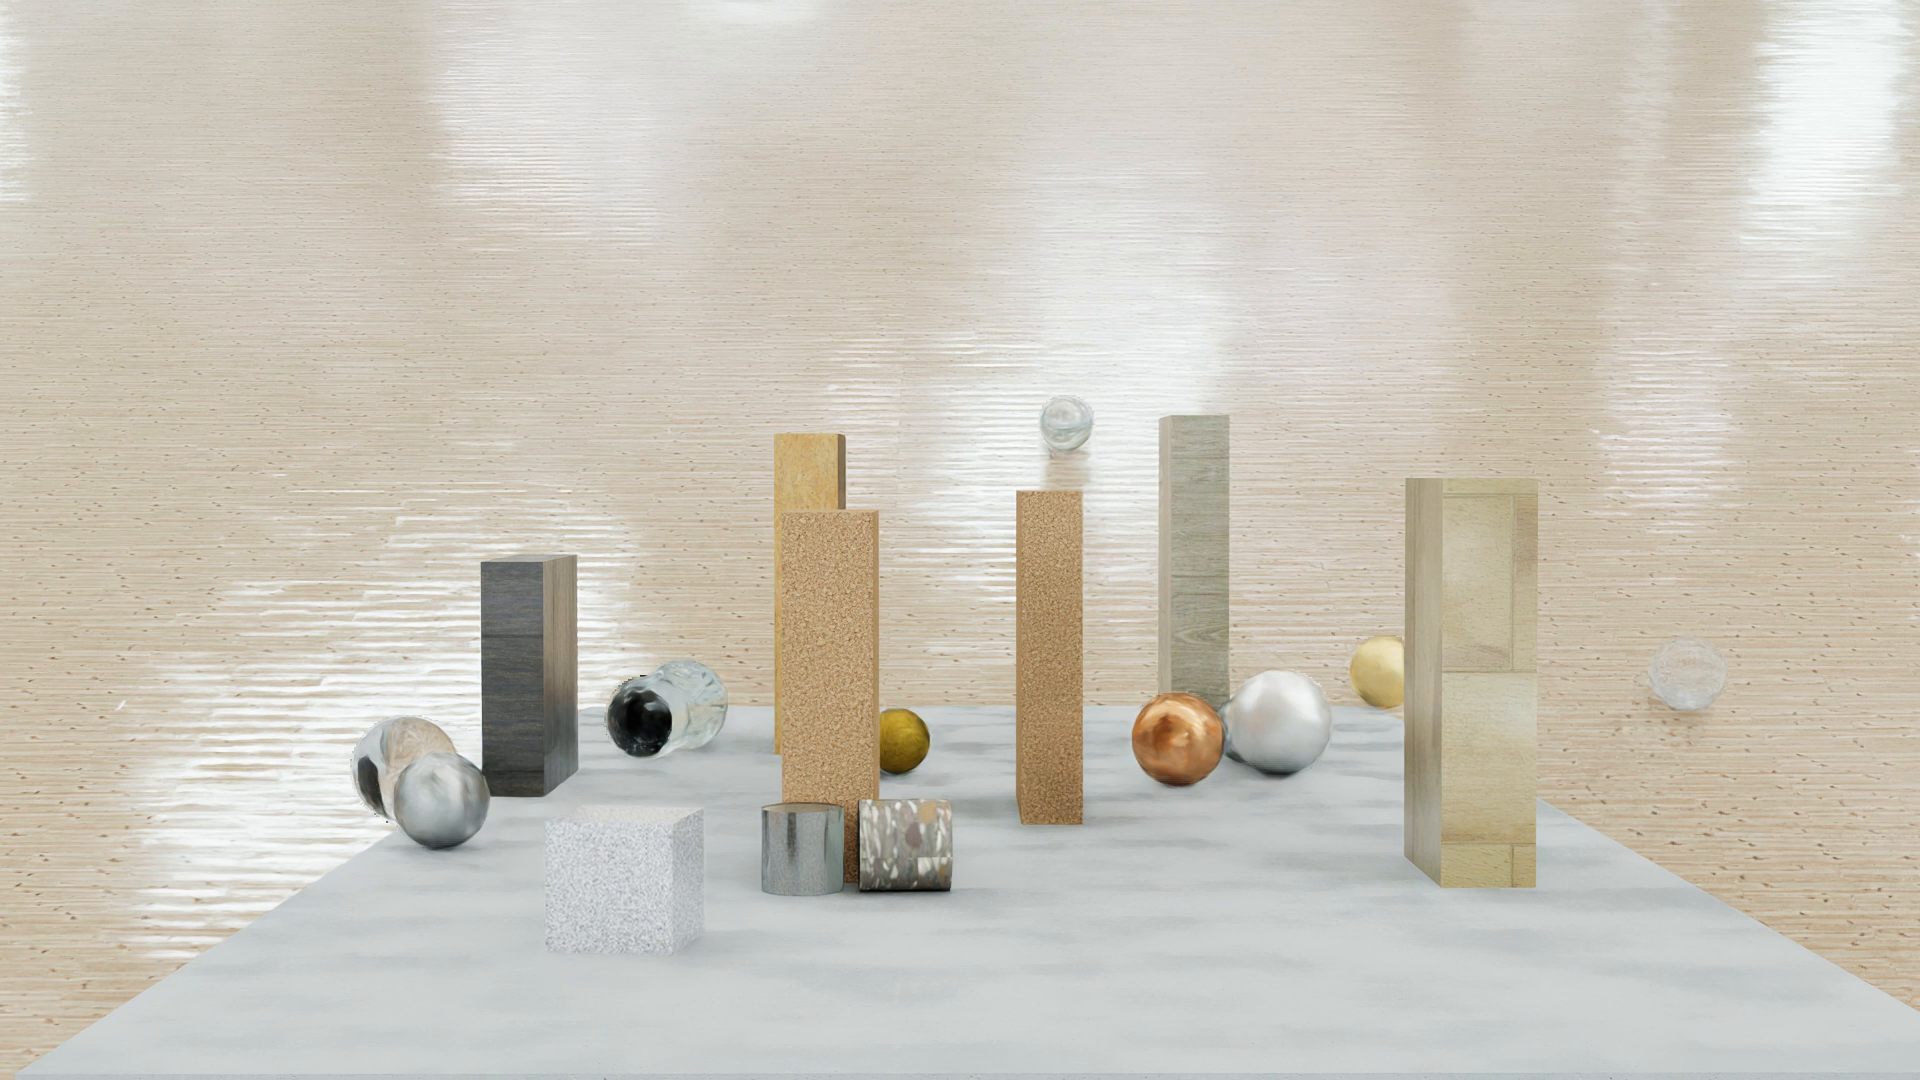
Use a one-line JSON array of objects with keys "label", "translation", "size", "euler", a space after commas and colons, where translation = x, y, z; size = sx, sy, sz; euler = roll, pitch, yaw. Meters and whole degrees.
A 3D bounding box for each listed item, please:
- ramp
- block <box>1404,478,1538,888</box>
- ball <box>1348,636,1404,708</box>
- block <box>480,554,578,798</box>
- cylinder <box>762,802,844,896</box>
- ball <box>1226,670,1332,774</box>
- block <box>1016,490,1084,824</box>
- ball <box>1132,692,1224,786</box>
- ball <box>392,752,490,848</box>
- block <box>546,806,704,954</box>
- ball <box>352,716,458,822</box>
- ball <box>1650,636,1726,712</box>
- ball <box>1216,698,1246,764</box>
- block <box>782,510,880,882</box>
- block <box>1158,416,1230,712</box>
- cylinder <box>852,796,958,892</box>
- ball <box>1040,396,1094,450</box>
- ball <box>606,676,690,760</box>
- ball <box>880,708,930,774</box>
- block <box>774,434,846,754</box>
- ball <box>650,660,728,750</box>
[{"label": "ramp", "translation": [0.058, 0.526, 4.564], "size": [2.000, 0.100, 4.000], "euler": [0, 2, 0]}, {"label": "block", "translation": [0.758, 0.201, 3.848], "size": [0.136, 0.587, 0.308], "euler": [0, 2, 0]}, {"label": "ball", "translation": [1.072, 0.334, 6.504], "size": [0.182, 0.182, 0.182], "euler": [0, 26, 0]}, {"label": "block", "translation": [-0.822, 0.250, 4.945], "size": [0.115, 0.433, 0.427], "euler": [0, 2, 0]}, {"label": "cylinder", "translation": [-0.225, 0.441, 3.688], "size": [0.118, 0.118, 0.118], "euler": [0, 2, 0]}, {"label": "ball", "translation": [0.630, 0.359, 5.085], "size": [0.206, 0.206, 0.206], "euler": [0, 26, 0]}, {"label": "block", "translation": [0.156, 0.195, 4.555], "size": [0.104, 0.563, 0.393], "euler": [0, 2, 0]}, {"label": "ball", "translation": [0.414, 0.379, 4.896], "size": [0.177, 0.177, 0.177], "euler": [0, 26, 0]}, {"label": "ball", "translation": [-0.823, 0.413, 4.093], "size": [0.153, 0.153, 0.153], "euler": [0, 26, 0]}, {"label": "block", "translation": [-0.424, 0.430, 3.283], "size": [0.162, 0.162, 0.162], "euler": [0, 2, 8]}, {"label": "ball", "translation": [-0.945, 0.391, 4.402], "size": [0.181, 0.181, 0.181], "euler": [0, 26, 0]}, {"label": "ball", "translation": [1.893, 0.349, 6.704], "size": [0.194, 0.194, 0.194], "euler": [0, 26, 0]}, {"label": "ball", "translation": [0.586, 0.386, 5.266], "size": [0.140, 0.140, 0.140], "euler": [0, 26, 0]}, {"label": "block", "translation": [-0.192, 0.225, 3.885], "size": [0.132, 0.538, 0.289], "euler": [0, 2, 0]}, {"label": "block", "translation": [0.505, 0.090, 5.600], "size": [0.122, 0.715, 0.349], "euler": [0, 2, 0]}, {"label": "cylinder", "translation": [-0.080, 0.435, 3.685], "size": [0.130, 0.130, 0.130], "euler": [4, 24, -11]}, {"label": "ball", "translation": [0.340, -0.371, 8.233], "size": [0.172, 0.172, 0.172], "euler": [0, 26, 0]}, {"label": "ball", "translation": [-0.647, 0.370, 5.353], "size": [0.171, 0.171, 0.171], "euler": [0, 26, 0]}, {"label": "ball", "translation": [-0.125, 0.397, 5.098], "size": [0.131, 0.131, 0.131], "euler": [0, 26, 0]}, {"label": "block", "translation": [-0.325, 0.109, 5.635], "size": [0.134, 0.678, 0.400], "euler": [0, 2, 0]}, {"label": "ball", "translation": [-0.595, 0.354, 5.543], "size": [0.193, 0.193, 0.193], "euler": [0, 26, 0]}]
